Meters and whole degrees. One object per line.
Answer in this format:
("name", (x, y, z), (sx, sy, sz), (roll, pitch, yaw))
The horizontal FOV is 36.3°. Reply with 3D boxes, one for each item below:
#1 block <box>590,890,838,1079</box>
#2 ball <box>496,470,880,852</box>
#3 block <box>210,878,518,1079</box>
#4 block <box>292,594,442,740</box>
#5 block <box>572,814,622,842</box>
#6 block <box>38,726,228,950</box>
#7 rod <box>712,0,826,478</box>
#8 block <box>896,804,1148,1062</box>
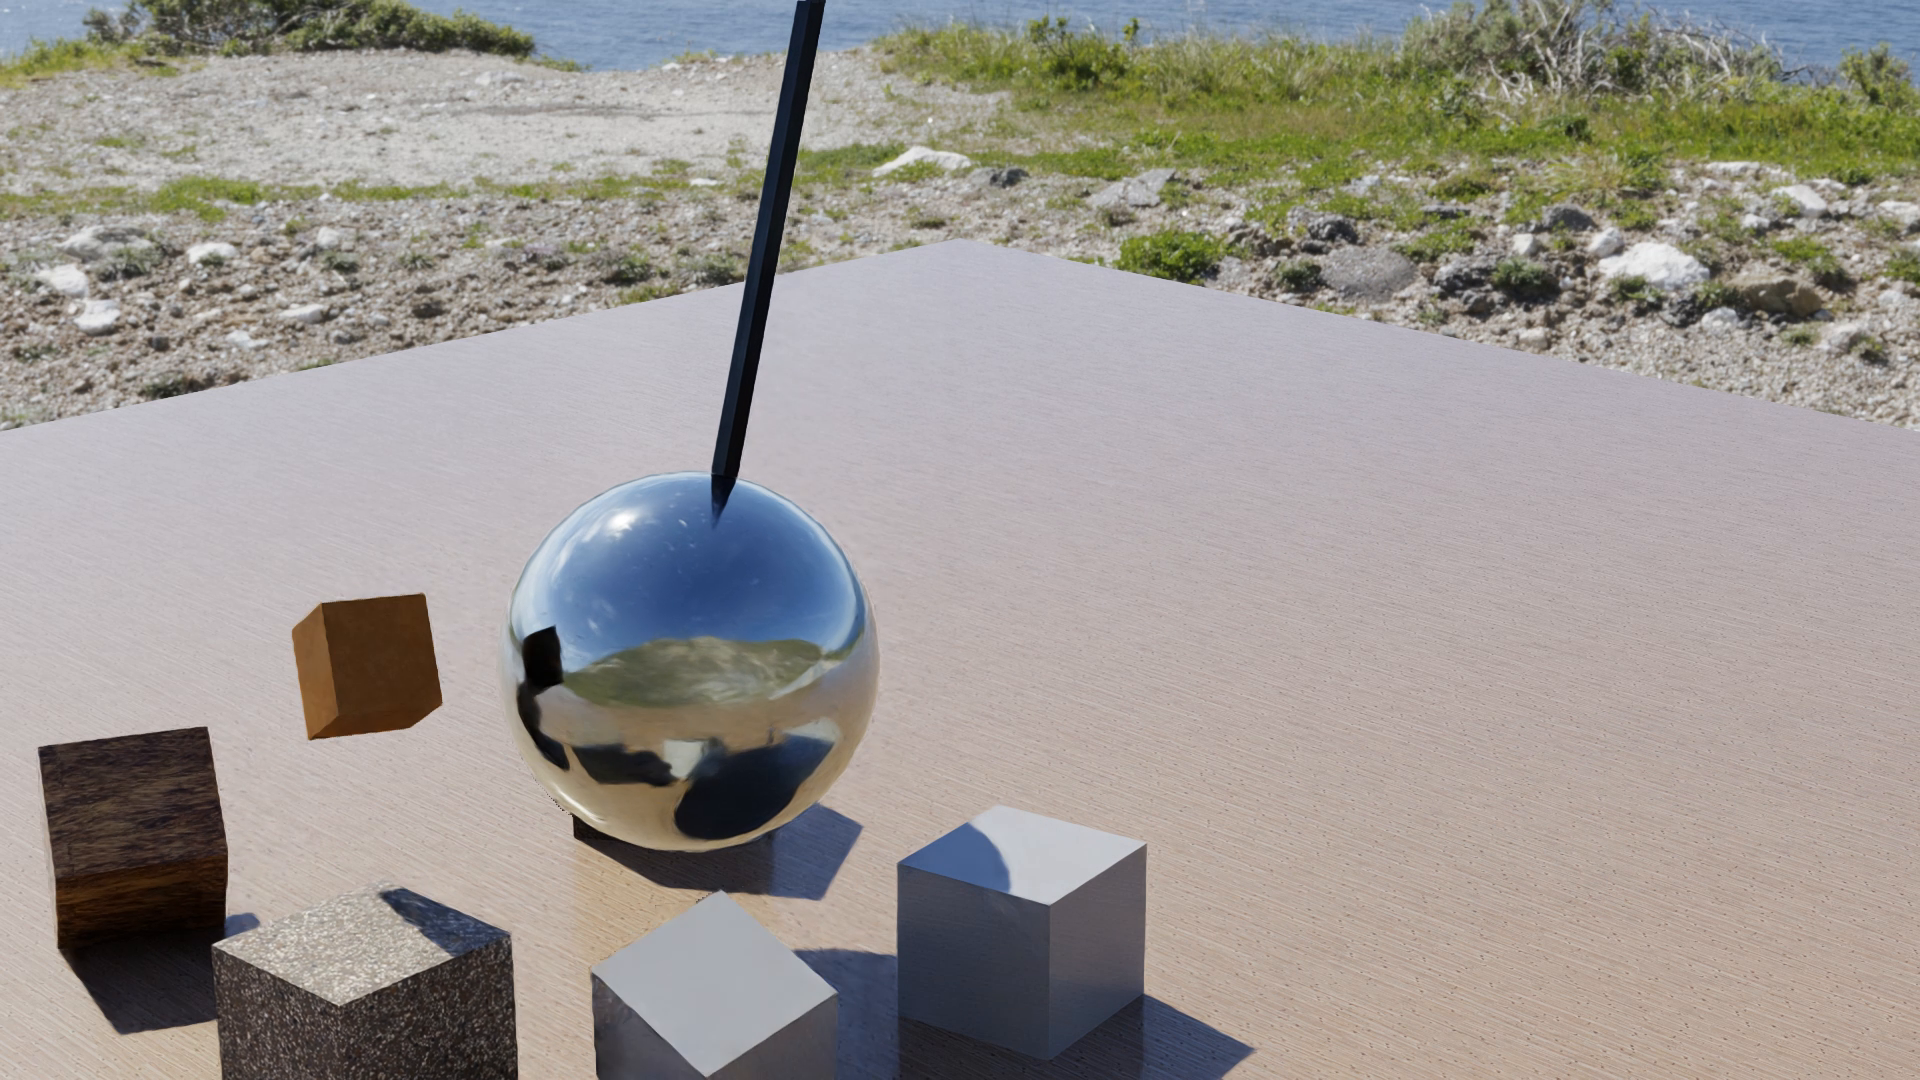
("block", (-0.915, 1.845, 10.937), (0.617, 0.601, 0.675), (-29, 49, -33))
("ball", (-1.135, 0.509, 12.312), (1.600, 1.600, 1.600), (0, 17, 0))
("block", (-2.281, 1.854, 11.287), (0.785, 0.695, 0.815), (15, 23, 39))
("block", (-2.377, 0.508, 11.738), (0.423, 0.455, 0.466), (-5, -13, -29))
("block", (-1.376, 0.940, 14.093), (0.749, 0.756, 0.869), (3, 18, 11))
("block", (-3.580, 1.289, 12.691), (0.706, 0.686, 0.629), (-6, 59, -20))
("rod", (-0.492, -2.809, 11.943), (0.080, 5.200, 0.080), (17, 8, 42))
("block", (0.258, 1.605, 12.104), (0.737, 0.680, 0.746), (12, 21, 32))
